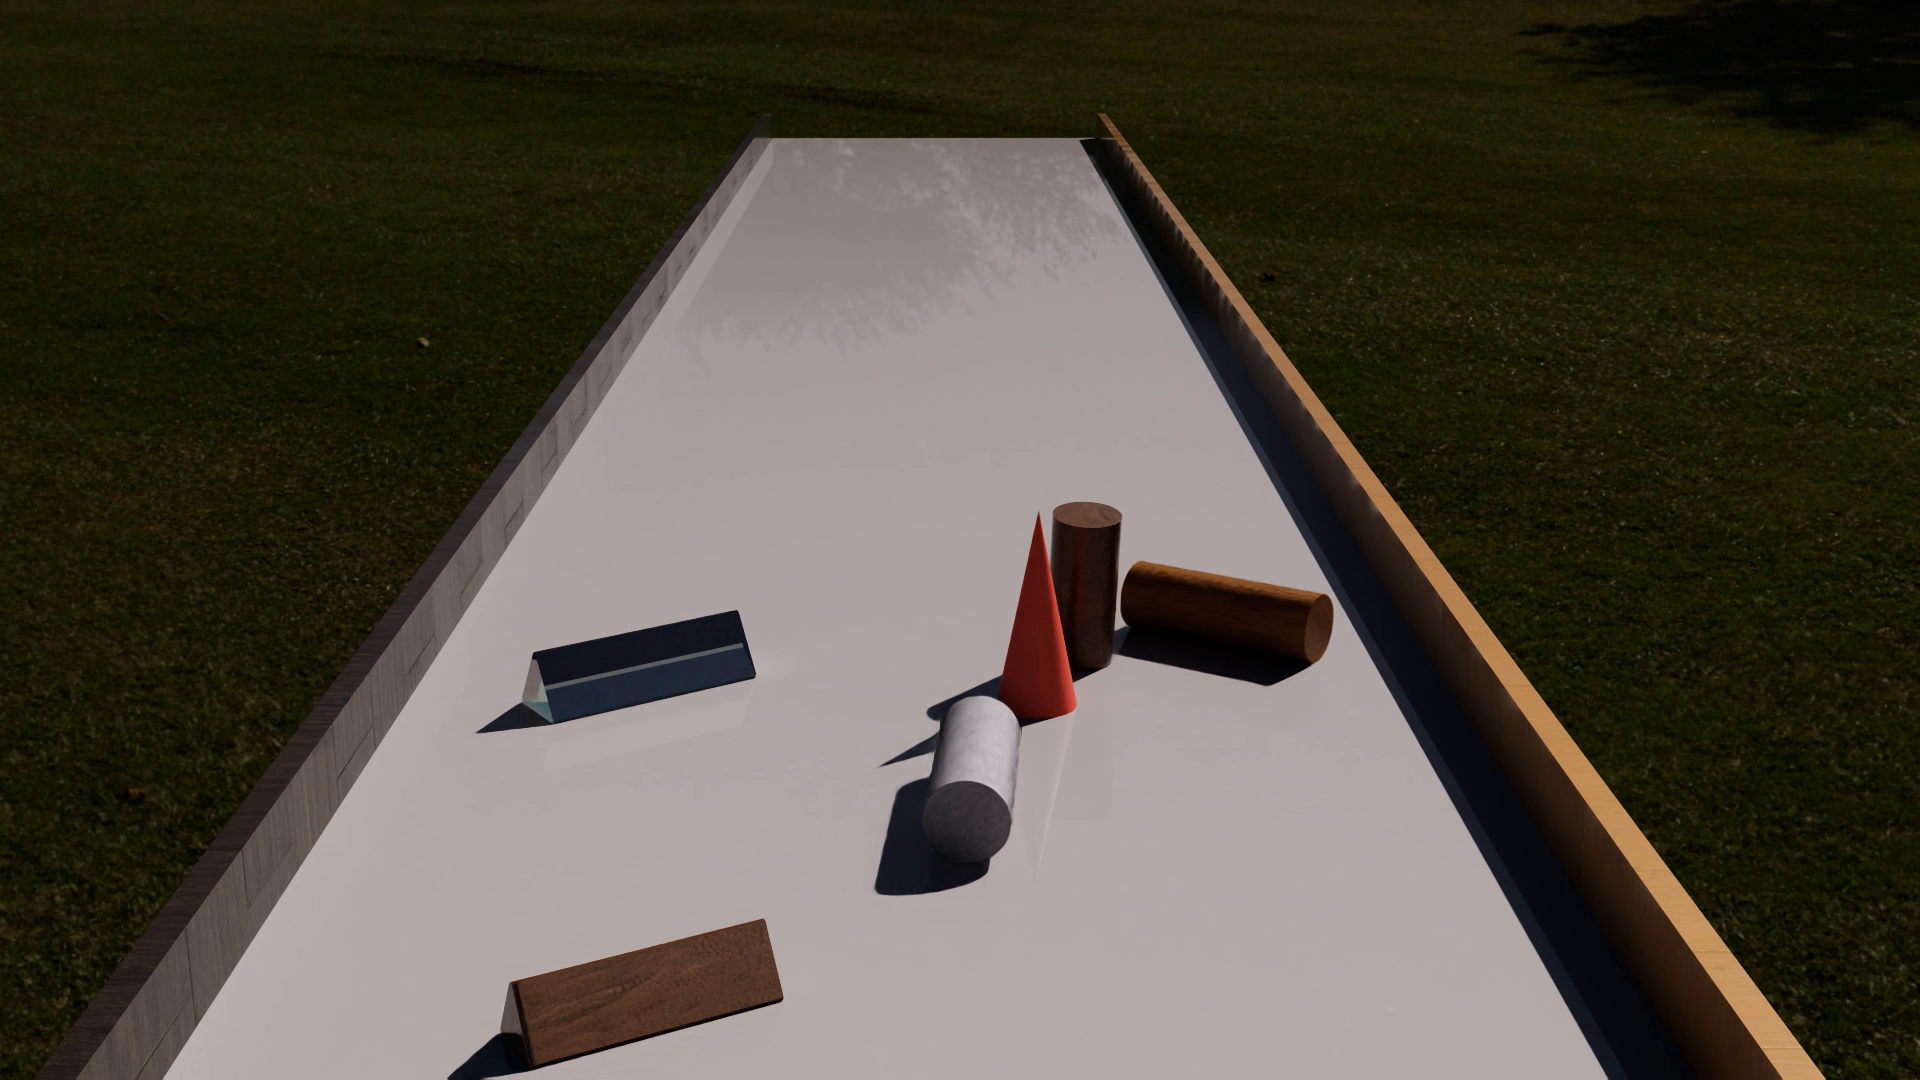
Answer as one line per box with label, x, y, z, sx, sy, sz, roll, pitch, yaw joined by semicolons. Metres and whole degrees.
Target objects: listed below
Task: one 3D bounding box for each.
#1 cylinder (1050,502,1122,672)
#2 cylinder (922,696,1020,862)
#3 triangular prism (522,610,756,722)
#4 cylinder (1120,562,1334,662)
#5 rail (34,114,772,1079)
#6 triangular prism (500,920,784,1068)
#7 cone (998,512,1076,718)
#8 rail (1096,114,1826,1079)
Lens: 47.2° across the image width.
cylinder;0.243;0.092;4.354;0.137;0.307;0.137;2;23;-1
cylinder;0.022;0.392;3.659;0.141;0.141;0.379;1;17;3
triangular prism;-0.617;0.230;4.234;0.434;0.118;0.137;-11;20;-34
cylinder;0.543;0.145;4.496;0.414;0.139;0.139;10;20;31
rail;-1.118;-0.838;7.780;0.050;0.150;12.000;0;17;-1
triangular prism;-0.434;0.606;3.009;0.370;0.098;0.114;-10;19;-29
cone;0.146;0.128;4.124;0.154;0.383;0.154;0;17;0
rail;0.932;-0.844;7.801;0.050;0.150;12.000;0;17;-1
